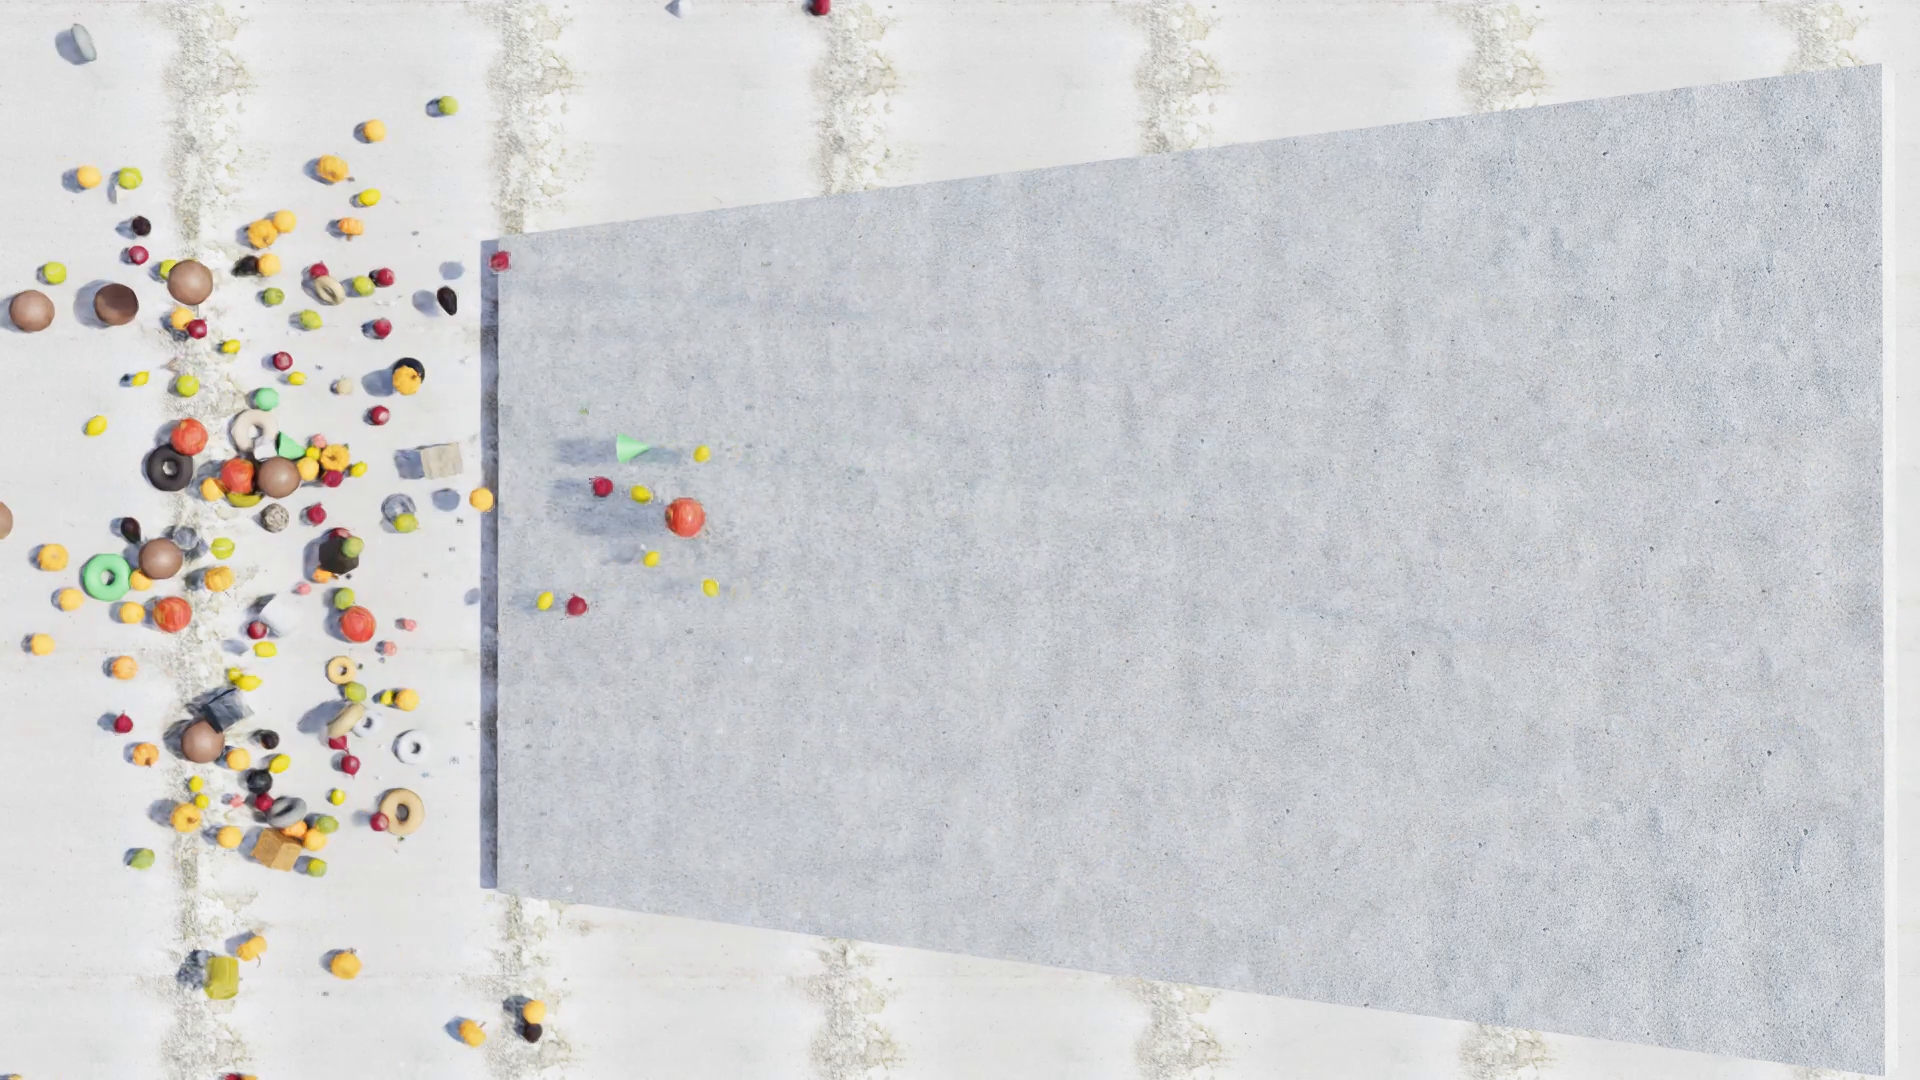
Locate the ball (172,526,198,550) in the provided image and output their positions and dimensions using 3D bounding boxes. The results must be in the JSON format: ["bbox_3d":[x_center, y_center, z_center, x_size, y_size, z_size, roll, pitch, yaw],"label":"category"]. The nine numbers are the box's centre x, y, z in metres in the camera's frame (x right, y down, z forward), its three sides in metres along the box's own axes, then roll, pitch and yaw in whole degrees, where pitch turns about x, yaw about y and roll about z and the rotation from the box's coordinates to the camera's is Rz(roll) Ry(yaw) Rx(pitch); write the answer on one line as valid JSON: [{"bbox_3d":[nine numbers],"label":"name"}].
[{"bbox_3d":[-2.364,-0.007,6.715,0.075,0.075,0.075,0,90,0],"label":"ball"}]

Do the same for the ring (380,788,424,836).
[{"bbox_3d":[-1.711,0.834,6.739,0.146,0.049,0.146,-1,85,13],"label":"ring"}]

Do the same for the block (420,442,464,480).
[{"bbox_3d":[-1.577,-0.240,6.695,0.093,0.093,0.093,-10,96,6],"label":"block"}]

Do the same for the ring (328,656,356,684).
[{"bbox_3d":[-1.901,0.401,6.762,0.089,0.030,0.089,0,91,-1],"label":"ring"}]

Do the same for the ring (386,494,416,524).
[{"bbox_3d":[-1.721,-0.097,6.764,0.095,0.032,0.095,0,89,0],"label":"ring"}]

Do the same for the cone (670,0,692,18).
[{"bbox_3d":[-0.860,-1.644,6.758,0.067,0.067,0.067,0,90,0],"label":"cone"}]

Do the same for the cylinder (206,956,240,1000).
[{"bbox_3d":[-2.231,1.326,6.653,0.094,0.094,0.094,-13,49,0],"label":"cylinder"}]

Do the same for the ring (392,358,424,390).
[{"bbox_3d":[-1.697,-0.512,6.766,0.101,0.034,0.101,0,93,2],"label":"ring"}]

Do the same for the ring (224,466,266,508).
[{"bbox_3d":[-2.197,-0.163,6.759,0.131,0.044,0.131,0,88,1],"label":"ring"}]

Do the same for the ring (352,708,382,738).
[{"bbox_3d":[-1.823,0.563,6.760,0.093,0.031,0.093,0,89,1],"label":"ring"}]

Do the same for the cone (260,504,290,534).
[{"bbox_3d":[-2.112,-0.067,6.734,0.092,0.092,0.092,0,90,0],"label":"cone"}]

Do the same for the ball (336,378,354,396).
[{"bbox_3d":[-1.890,-0.471,6.756,0.054,0.054,0.054,0,90,0],"label":"ball"}]

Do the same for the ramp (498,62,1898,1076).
[{"bbox_3d":[0.237,0.066,5.558,4.000,0.100,2.000,0,89,36],"label":"ramp"}]

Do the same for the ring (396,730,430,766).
[{"bbox_3d":[-1.679,0.639,6.757,0.106,0.035,0.106,0,91,0],"label":"ring"}]

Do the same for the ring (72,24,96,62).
[{"bbox_3d":[-2.679,-1.521,6.725,0.040,0.120,0.120,-23,90,-9],"label":"ring"}]

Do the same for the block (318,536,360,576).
[{"bbox_3d":[-1.893,0.048,6.705,0.081,0.081,0.081,-24,64,27],"label":"block"}]

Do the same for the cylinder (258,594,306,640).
[{"bbox_3d":[-2.074,0.236,6.728,0.098,0.098,0.098,43,90,0],"label":"cylinder"}]

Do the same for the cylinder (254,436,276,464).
[{"bbox_3d":[-2.119,-0.275,6.709,0.063,0.063,0.063,-7,117,-14],"label":"cylinder"}]

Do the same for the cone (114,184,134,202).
[{"bbox_3d":[-2.568,-1.070,6.771,0.061,0.061,0.061,-11,90,-23],"label":"cone"}]

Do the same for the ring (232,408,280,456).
[{"bbox_3d":[-2.165,-0.332,6.758,0.146,0.049,0.146,0,89,1],"label":"ring"}]

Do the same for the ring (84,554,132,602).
[{"bbox_3d":[-2.616,0.115,6.754,0.149,0.050,0.149,0,89,1],"label":"ring"}]

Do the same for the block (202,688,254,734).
[{"bbox_3d":[-2.238,0.521,6.727,0.098,0.098,0.098,-32,90,0],"label":"block"}]

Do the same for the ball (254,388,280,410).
[{"bbox_3d":[-2.126,-0.432,6.747,0.072,0.072,0.072,0,90,0],"label":"ball"}]

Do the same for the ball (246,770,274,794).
[{"bbox_3d":[-2.144,0.741,6.735,0.077,0.077,0.077,0,90,0],"label":"ball"}]

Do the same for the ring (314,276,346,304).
[{"bbox_3d":[-1.927,-0.764,6.725,0.104,0.104,0.035,31,52,0],"label":"ring"}]

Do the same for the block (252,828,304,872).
[{"bbox_3d":[-2.084,0.945,6.712,0.090,0.090,0.090,29,90,27],"label":"block"}]

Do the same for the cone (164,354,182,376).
[{"bbox_3d":[-2.407,-0.546,6.761,0.060,0.060,0.060,24,74,0],"label":"cone"}]

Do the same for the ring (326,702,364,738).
[{"bbox_3d":[-1.859,0.545,6.655,0.139,0.139,0.046,-42,106,0],"label":"ring"}]

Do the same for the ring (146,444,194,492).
[{"bbox_3d":[-2.425,-0.220,6.750,0.148,0.049,0.148,1,95,8],"label":"ring"}]

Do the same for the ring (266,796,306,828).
[{"bbox_3d":[-2.055,0.832,6.712,0.126,0.126,0.042,-15,122,0],"label":"ring"}]

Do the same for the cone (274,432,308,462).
[{"bbox_3d":[-2.047,-0.274,6.757,0.099,0.099,0.099,13,90,-25],"label":"cone"}]
